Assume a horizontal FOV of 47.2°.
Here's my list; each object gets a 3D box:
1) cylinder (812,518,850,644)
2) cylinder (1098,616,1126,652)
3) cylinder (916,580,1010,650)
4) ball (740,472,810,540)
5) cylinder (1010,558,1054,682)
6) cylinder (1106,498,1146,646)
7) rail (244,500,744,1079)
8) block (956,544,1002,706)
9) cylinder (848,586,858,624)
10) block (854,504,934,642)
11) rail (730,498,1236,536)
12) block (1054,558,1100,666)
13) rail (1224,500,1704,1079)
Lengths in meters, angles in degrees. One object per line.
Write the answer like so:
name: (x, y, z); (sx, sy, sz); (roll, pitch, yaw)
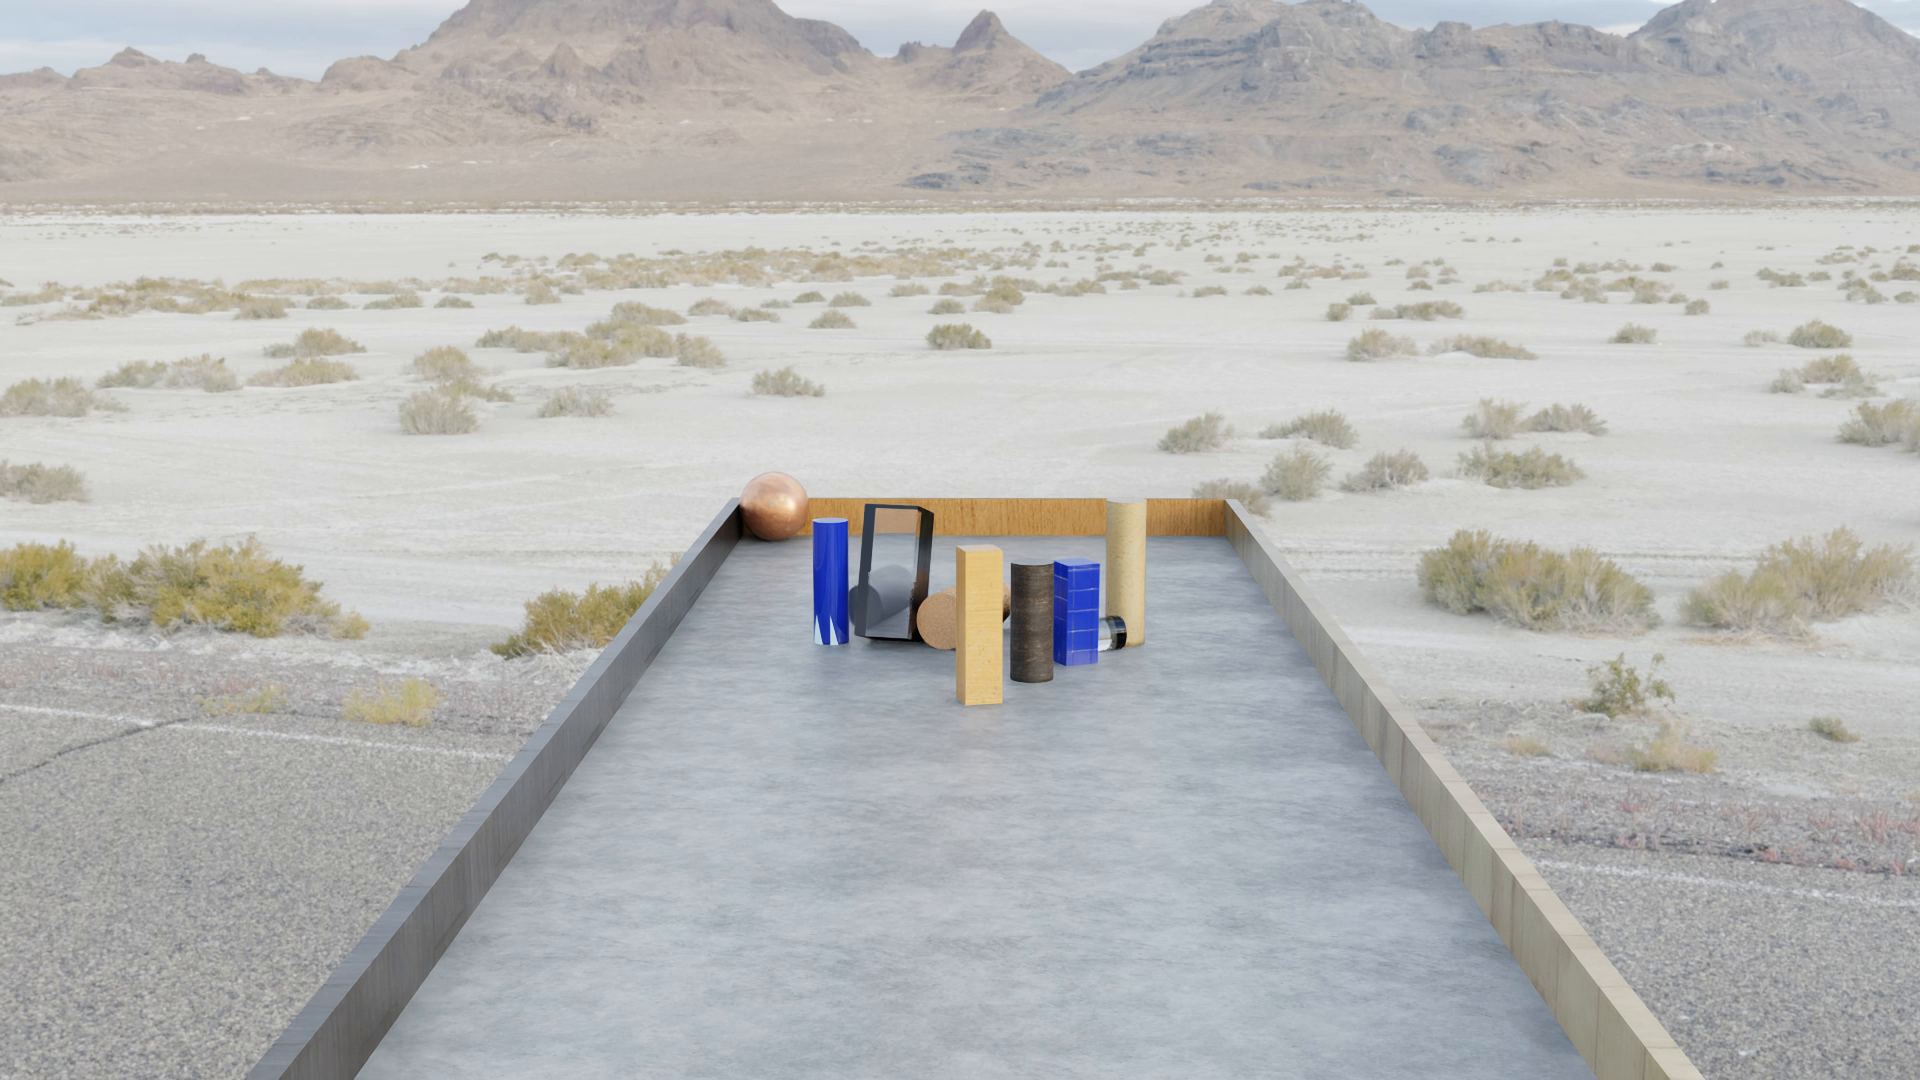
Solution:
cylinder: (-0.408, 0.130, 6.950); (0.113, 0.389, 0.113); (0, 9, 0)
cylinder: (0.356, 0.297, 6.792); (0.304, 0.107, 0.107); (-4, 10, -24)
cylinder: (0.018, 0.226, 7.017); (0.178, 0.178, 0.384); (4, 10, 22)
ball: (-0.758, -0.139, 8.979); (0.284, 0.284, 0.284); (0, 9, 0)
cylinder: (0.211, 0.234, 6.424); (0.127, 0.347, 0.127); (0, 9, 0)
cylinder: (0.521, 0.100, 6.922); (0.126, 0.457, 0.126); (0, 9, 0)
rail: (-1.004, 0.839, 3.234); (0.050, 0.150, 12.000); (0, 9, 1)
block: (0.053, 0.236, 6.141); (0.106, 0.432, 0.106); (-2, 9, -15)
cylinder: (-0.253, 0.193, 7.302); (0.154, 0.154, 0.332); (3, 10, 19)
block: (-0.206, 0.105, 6.923); (0.175, 0.414, 0.175); (3, -6, 17)
rail: (0.099, -0.098, 9.147); (2.100, 0.150, 0.050); (0, 9, 1)
block: (0.348, 0.217, 6.654); (0.108, 0.307, 0.108); (-4, 11, -24)
rail: (1.046, 0.843, 3.208); (0.050, 0.150, 12.000); (0, 9, 1)
